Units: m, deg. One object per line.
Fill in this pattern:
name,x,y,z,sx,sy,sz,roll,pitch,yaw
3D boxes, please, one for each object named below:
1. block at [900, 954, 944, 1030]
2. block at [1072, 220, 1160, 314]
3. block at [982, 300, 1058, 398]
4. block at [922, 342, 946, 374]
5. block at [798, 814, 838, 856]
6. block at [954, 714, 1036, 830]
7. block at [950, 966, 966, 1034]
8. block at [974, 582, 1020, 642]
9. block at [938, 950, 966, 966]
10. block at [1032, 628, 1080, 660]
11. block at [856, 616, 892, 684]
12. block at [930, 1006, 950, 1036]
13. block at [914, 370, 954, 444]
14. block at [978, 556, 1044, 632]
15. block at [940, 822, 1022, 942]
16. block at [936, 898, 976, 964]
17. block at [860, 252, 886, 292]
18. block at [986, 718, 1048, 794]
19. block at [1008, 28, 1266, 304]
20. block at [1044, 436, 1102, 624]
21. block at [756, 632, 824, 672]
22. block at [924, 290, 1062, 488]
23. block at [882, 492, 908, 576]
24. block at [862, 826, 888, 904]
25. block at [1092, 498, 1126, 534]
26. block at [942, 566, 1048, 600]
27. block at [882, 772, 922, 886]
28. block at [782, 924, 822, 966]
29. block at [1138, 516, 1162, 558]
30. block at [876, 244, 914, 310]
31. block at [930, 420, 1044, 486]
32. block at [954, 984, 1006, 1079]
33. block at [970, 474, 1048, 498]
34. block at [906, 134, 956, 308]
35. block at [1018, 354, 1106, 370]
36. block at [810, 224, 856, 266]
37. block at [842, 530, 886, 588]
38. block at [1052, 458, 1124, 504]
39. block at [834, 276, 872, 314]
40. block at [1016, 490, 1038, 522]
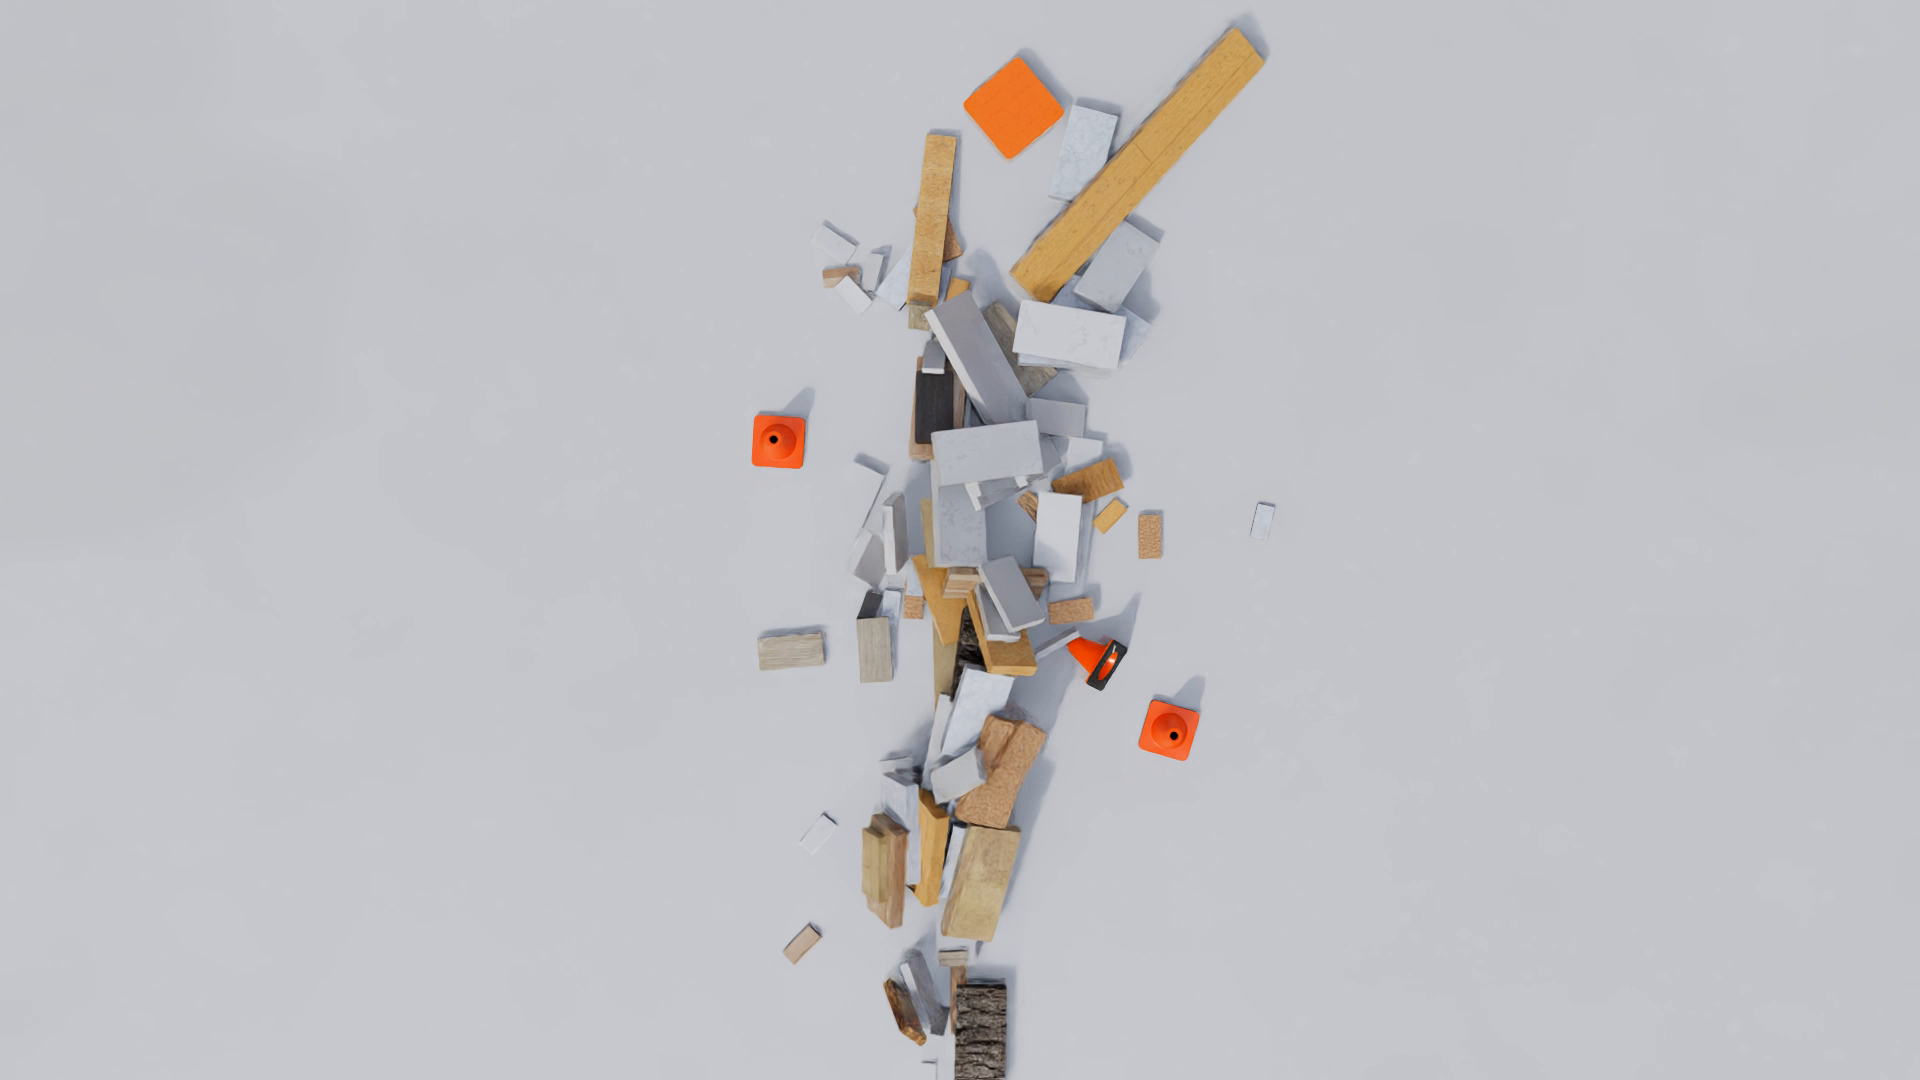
block,-0.125,1.486,5.436,0.031,0.110,0.220,-22,86,22
block,0.514,-0.894,5.433,0.154,0.044,0.309,33,72,-1
block,0.162,-0.625,5.478,0.158,0.045,0.317,-39,90,0
block,-0.082,-0.594,5.365,0.071,0.141,0.020,3,134,4
block,-0.471,0.980,5.491,0.063,0.018,0.126,40,90,0
block,0.115,0.741,5.259,0.171,0.048,0.342,16,94,-28
block,-0.003,1.259,5.492,0.054,0.015,0.769,1,90,0
block,0.120,0.232,5.297,0.108,0.031,0.216,6,46,-21
block,-0.025,1.380,5.441,0.094,0.013,0.047,-3,90,0
block,0.238,0.387,5.463,0.347,0.072,0.021,-29,100,0
block,-0.283,0.364,5.476,0.107,0.030,0.214,-4,95,0
block,-0.067,1.602,5.493,0.047,0.013,0.094,13,90,0
block,-0.082,-0.429,5.322,0.119,0.034,0.238,0,76,4
block,0.163,0.172,5.287,0.121,0.034,0.243,-16,65,-25
block,0.066,1.109,5.365,0.171,0.048,0.401,10,105,-13
block,-0.008,1.089,5.466,0.130,0.037,0.623,1,90,0
block,-0.289,-0.889,5.477,0.060,0.017,0.121,15,90,31
block,0.178,0.686,5.231,0.108,0.031,0.216,32,86,-29
block,0.583,-1.229,5.431,1.093,0.045,0.158,-48,114,-2
block,0.378,-0.032,5.485,0.108,0.031,0.612,8,90,0
block,-0.562,0.372,5.485,0.214,0.030,0.107,-5,90,0
block,0.111,-0.493,5.377,0.172,0.049,0.644,-34,98,-35
block,-0.212,-0.022,5.381,0.034,0.121,0.243,5,114,16
block,-0.277,1.057,5.364,0.031,0.110,0.220,-5,100,-30
block,0.497,-0.078,5.492,0.057,0.016,0.113,45,90,0
block,0.113,0.142,5.387,0.330,0.119,0.034,2,48,-16
block,-0.191,0.938,5.370,0.047,0.166,0.331,-7,101,-30
block,-0.526,1.349,5.491,0.063,0.018,0.126,44,90,0
block,0.631,-0.010,5.490,0.072,0.021,0.145,-1,90,0
block,-0.179,-0.871,5.471,0.100,0.028,0.201,38,96,5
block,0.088,-0.279,5.281,0.344,0.049,0.172,-8,91,-18
block,0.068,1.644,5.461,0.166,0.047,0.331,1,90,-1
block,0.148,-0.239,5.396,0.286,0.041,0.143,-15,86,-36
block,-0.093,-1.054,5.446,0.100,0.028,0.581,6,82,1
block,0.346,-0.649,5.448,0.309,0.044,0.154,2,83,-8
block,-0.421,-0.982,5.490,0.141,0.020,0.071,34,90,0
block,-0.291,0.064,5.352,0.041,0.286,0.143,25,86,17
block,0.422,-0.182,5.454,0.217,0.031,0.108,-22,90,0
block,-0.354,-0.815,5.480,0.060,0.017,0.121,-43,98,6
block,0.245,-0.107,5.492,0.057,0.016,0.113,-42,90,0
